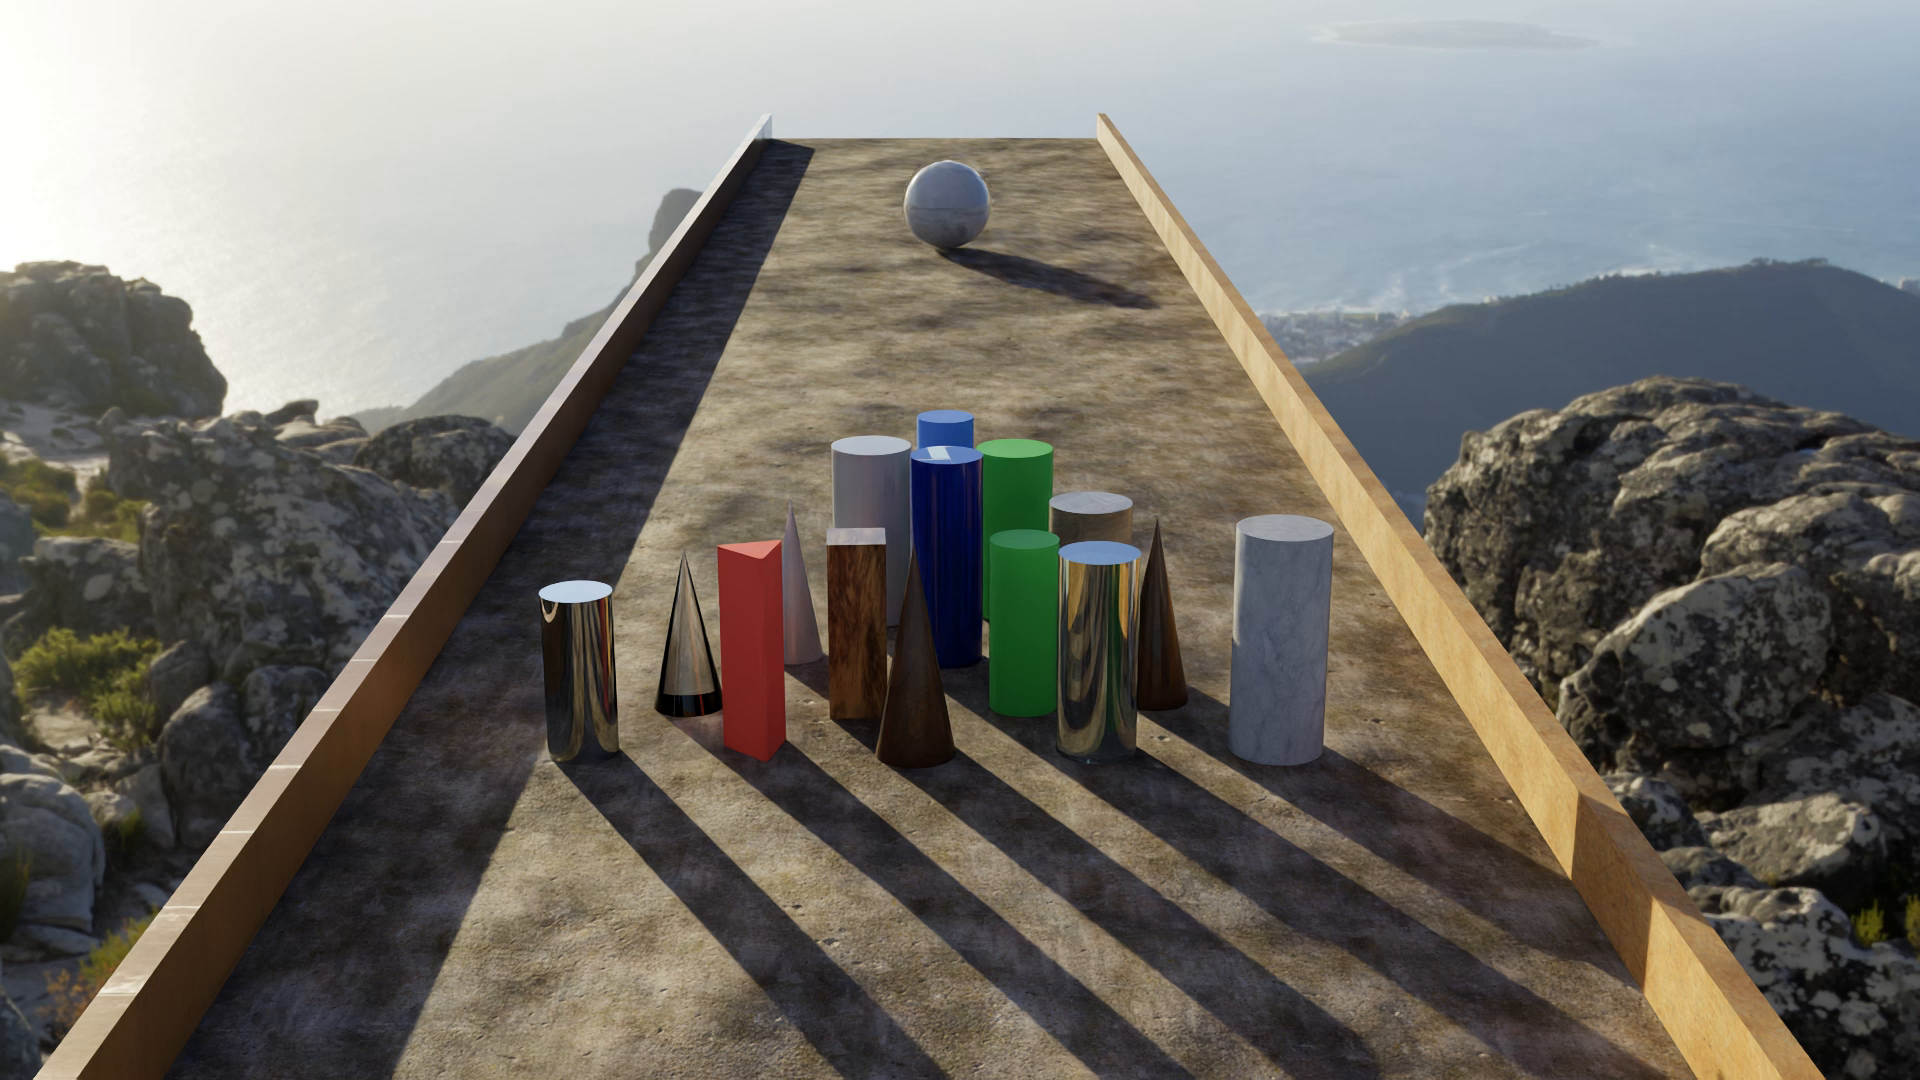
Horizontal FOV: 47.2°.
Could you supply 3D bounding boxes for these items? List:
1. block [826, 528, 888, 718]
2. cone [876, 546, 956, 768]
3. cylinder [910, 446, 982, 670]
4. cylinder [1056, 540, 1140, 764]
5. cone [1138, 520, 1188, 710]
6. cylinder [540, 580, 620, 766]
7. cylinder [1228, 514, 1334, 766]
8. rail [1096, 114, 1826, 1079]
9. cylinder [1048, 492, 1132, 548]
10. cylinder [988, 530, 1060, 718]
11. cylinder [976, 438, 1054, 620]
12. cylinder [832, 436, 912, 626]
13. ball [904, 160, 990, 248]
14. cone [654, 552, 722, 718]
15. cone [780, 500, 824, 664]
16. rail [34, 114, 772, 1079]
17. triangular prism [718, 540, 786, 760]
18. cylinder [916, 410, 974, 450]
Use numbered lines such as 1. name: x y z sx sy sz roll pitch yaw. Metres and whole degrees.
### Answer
1. block: -0.192 0.155 4.111 0.108 0.338 0.108 -1 17 -3
2. cone: -0.080 0.193 3.887 0.146 0.394 0.146 0 17 0
3. cylinder: -0.026 0.035 4.372 0.144 0.421 0.144 0 17 0
4. cylinder: 0.245 0.199 3.907 0.145 0.370 0.145 0 17 0
5. cone: 0.369 0.130 4.157 0.135 0.360 0.135 0 17 0
6. cylinder: -0.675 0.235 3.906 0.127 0.302 0.127 0 17 0
7. cylinder: 0.569 0.176 3.908 0.169 0.413 0.169 0 17 0
8. rail: 0.932 -0.844 7.801 0.050 0.150 12.000 0 17 -1
9. cylinder: 0.259 0.079 4.397 0.166 0.321 0.166 0 17 0
10. cylinder: 0.120 0.155 4.128 0.130 0.328 0.130 0 17 0
11. cylinder: 0.115 -0.021 4.666 0.162 0.359 0.162 0 17 0
12. cylinder: -0.185 -0.019 4.636 0.167 0.373 0.167 0 17 0
13. ball: -0.054 -1.431 9.388 0.370 0.370 0.370 0 17 0
14. cone: -0.514 0.163 4.132 0.136 0.310 0.136 0 17 0
15. cone: -0.335 0.074 4.400 0.118 0.330 0.118 0 17 0
16. rail: -1.118 -0.838 7.780 0.050 0.150 12.000 0 17 -1
17. triangular prism: -0.352 0.191 3.922 0.113 0.377 0.098 15 22 40
18. cylinder: -0.032 -0.092 4.879 0.124 0.374 0.124 0 17 0
